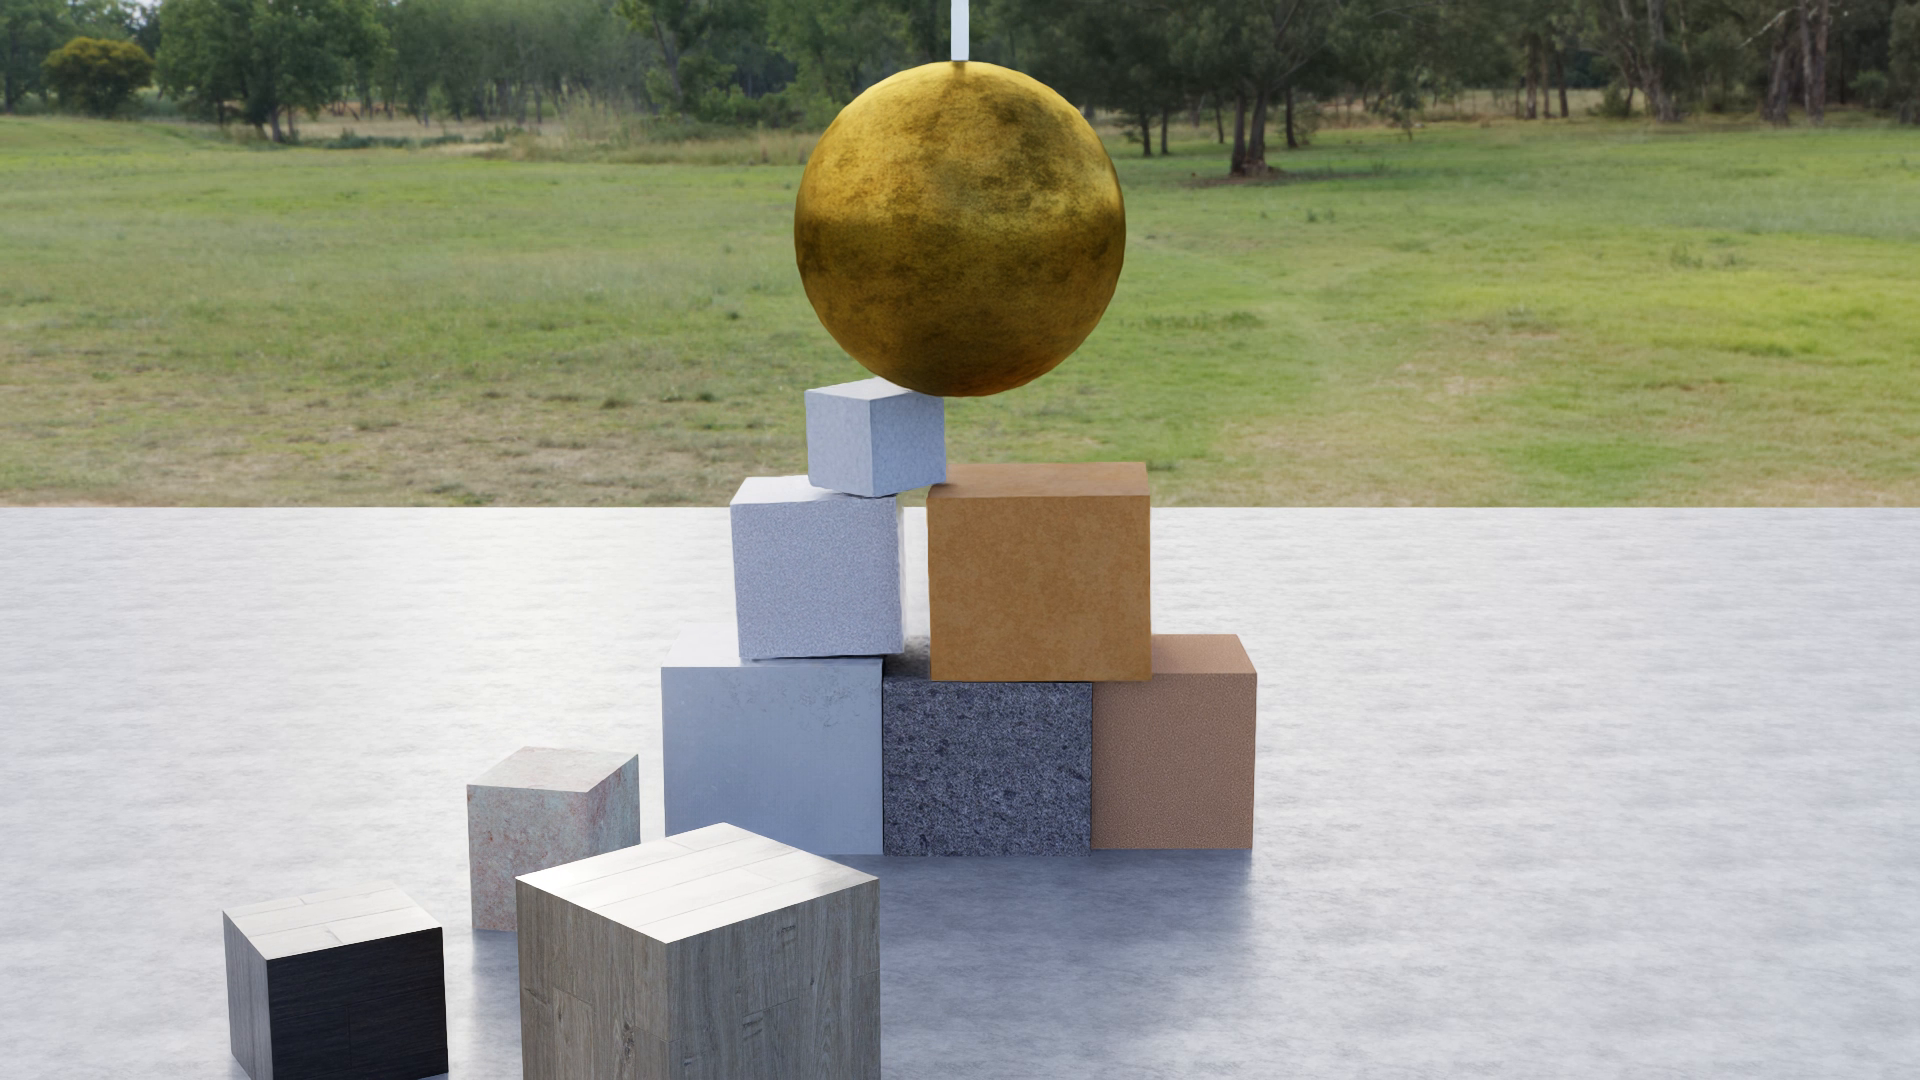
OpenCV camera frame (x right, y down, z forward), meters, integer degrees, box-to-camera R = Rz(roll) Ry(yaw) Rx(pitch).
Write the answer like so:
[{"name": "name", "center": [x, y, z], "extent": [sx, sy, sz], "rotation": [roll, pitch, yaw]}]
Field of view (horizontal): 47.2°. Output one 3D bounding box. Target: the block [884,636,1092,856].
[{"name": "block", "center": [0.137, 1.042, 11.352], "extent": [1.023, 0.888, 1.045], "rotation": [0, 10, 0]}]

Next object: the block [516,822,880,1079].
[{"name": "block", "center": [-0.942, 1.653, 7.967], "extent": [0.940, 0.897, 0.907], "rotation": [-10, 14, -43]}]

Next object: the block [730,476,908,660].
[{"name": "block", "center": [-0.702, 0.118, 11.232], "extent": [0.816, 0.785, 0.783], "rotation": [-2, 11, 1]}]

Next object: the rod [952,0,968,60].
[{"name": "rod", "center": [0.000, -4.856, 10.141], "extent": [0.080, 5.200, 0.080], "rotation": [0, 7, 0]}]

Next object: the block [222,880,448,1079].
[{"name": "block", "center": [-2.396, 1.727, 8.430], "extent": [0.656, 0.586, 0.629], "rotation": [-6, 12, -32]}]

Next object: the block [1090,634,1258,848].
[{"name": "block", "center": [1.064, 1.024, 11.353], "extent": [0.812, 0.910, 0.823], "rotation": [0, 11, 0]}]

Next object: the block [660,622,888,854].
[{"name": "block", "center": [-0.925, 1.004, 11.360], "extent": [1.083, 0.961, 1.004], "rotation": [0, 10, 0]}]

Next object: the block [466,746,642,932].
[{"name": "block", "center": [-1.854, 1.375, 10.116], "extent": [0.571, 0.675, 0.647], "rotation": [2, 11, 12]}]

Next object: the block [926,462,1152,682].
[{"name": "block", "center": [0.415, 0.142, 11.139], "extent": [1.075, 0.915, 1.002], "rotation": [-1, 11, 4]}]

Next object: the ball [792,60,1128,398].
[{"name": "ball", "center": [0.000, -1.481, 10.550], "extent": [1.600, 1.600, 1.600], "rotation": [0, 10, 0]}]

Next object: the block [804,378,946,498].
[{"name": "block", "center": [-0.420, -0.518, 10.974], "extent": [0.486, 0.483, 0.491], "rotation": [-14, 18, -42]}]
